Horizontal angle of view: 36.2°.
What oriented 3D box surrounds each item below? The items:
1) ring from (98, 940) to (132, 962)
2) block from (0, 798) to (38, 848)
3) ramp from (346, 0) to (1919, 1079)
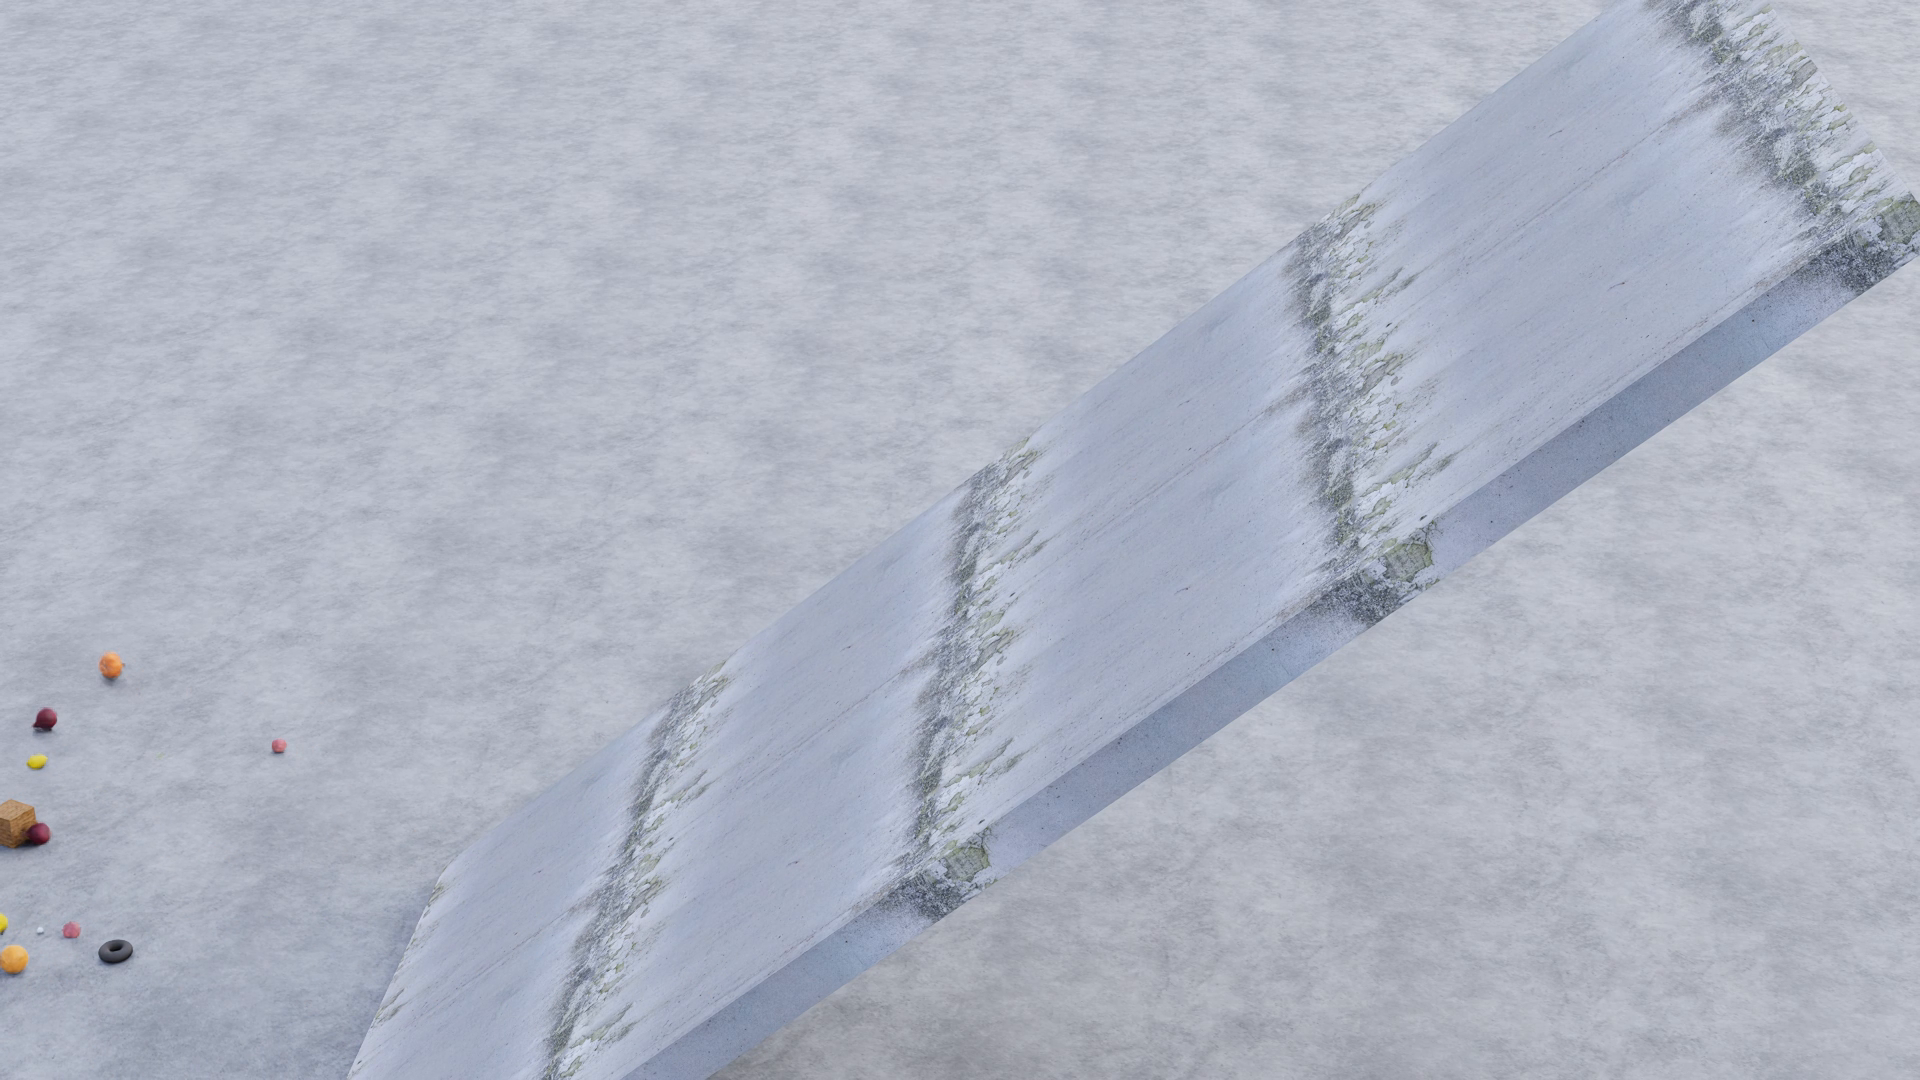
[{"bbox_3d":[-2.176,1.060,7.581,0.087,0.029,0.087,0,25,0],"label":"ring"},{"bbox_3d":[-2.618,0.784,8.127,0.090,0.090,0.090,13,27,27],"label":"block"},{"bbox_3d":[0.119,0.186,6.343,4.000,0.100,2.000,-36,16,18],"label":"ramp"}]
